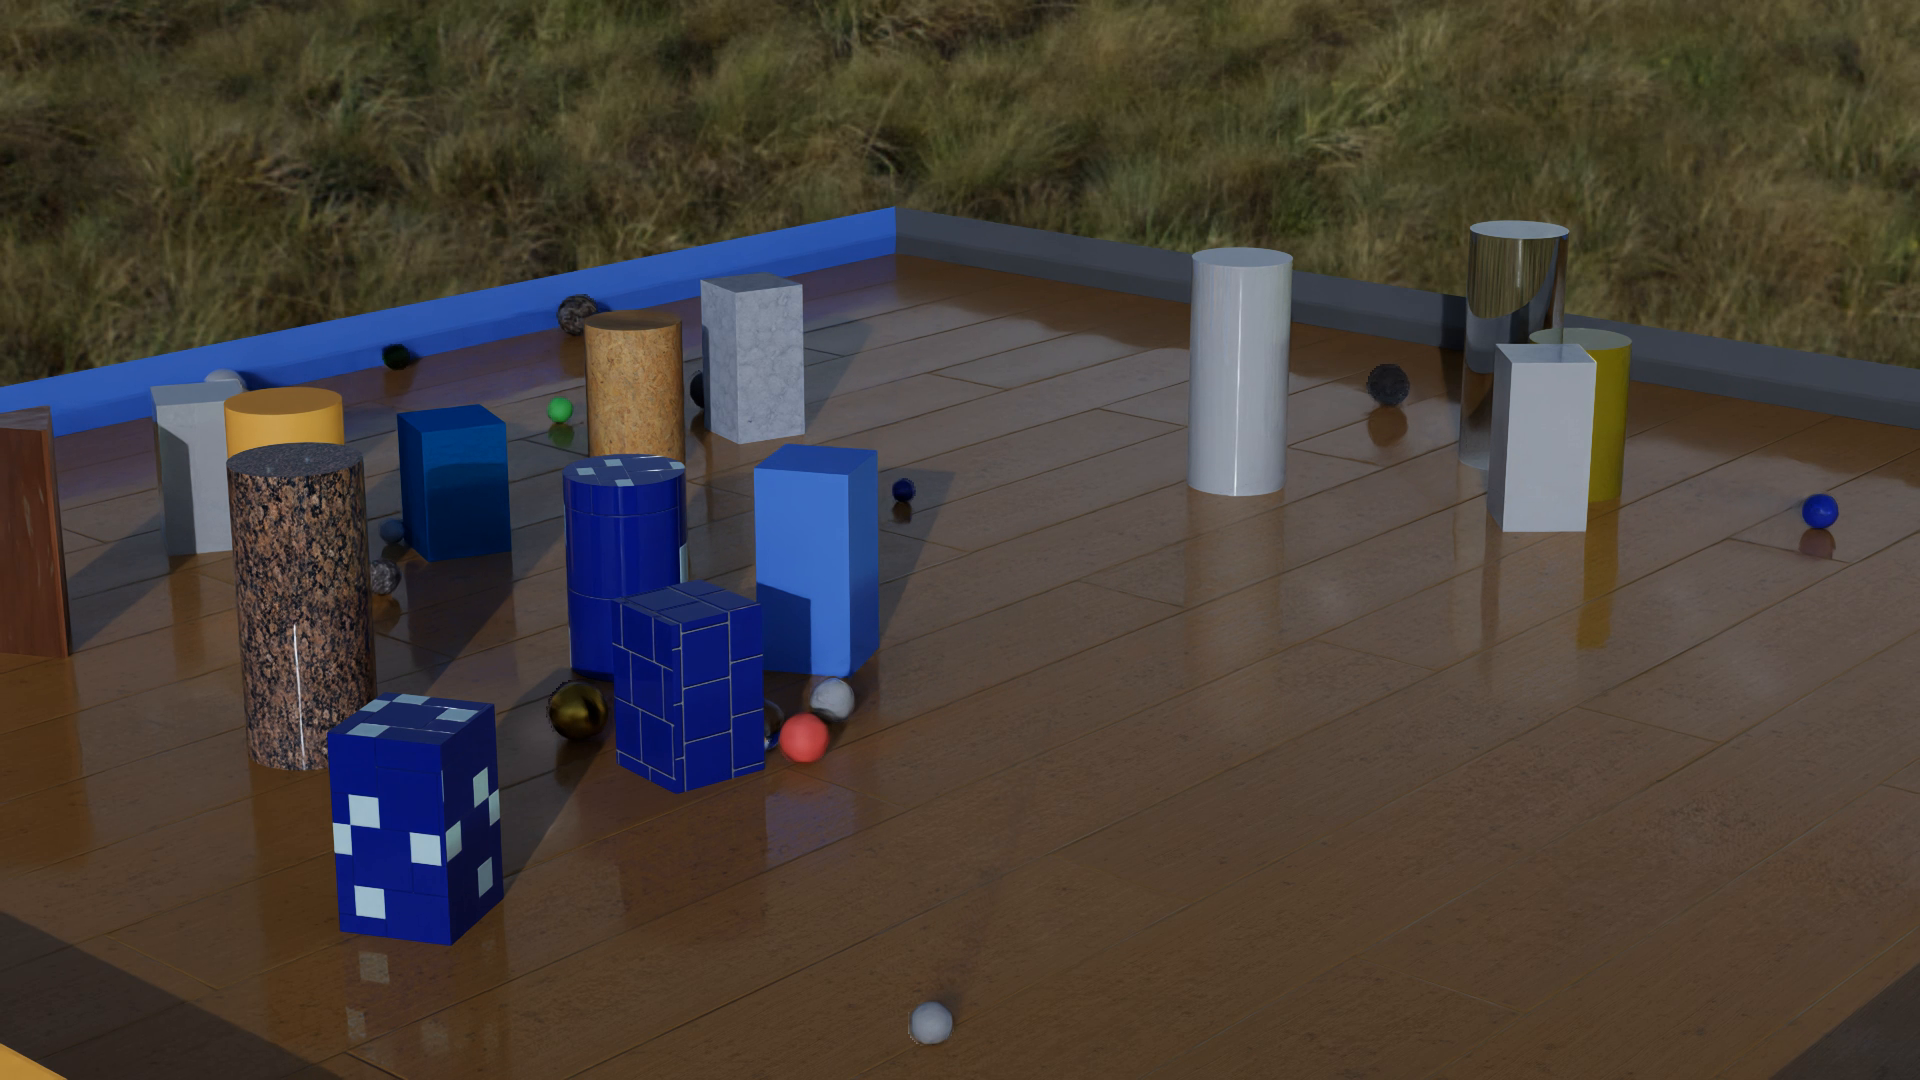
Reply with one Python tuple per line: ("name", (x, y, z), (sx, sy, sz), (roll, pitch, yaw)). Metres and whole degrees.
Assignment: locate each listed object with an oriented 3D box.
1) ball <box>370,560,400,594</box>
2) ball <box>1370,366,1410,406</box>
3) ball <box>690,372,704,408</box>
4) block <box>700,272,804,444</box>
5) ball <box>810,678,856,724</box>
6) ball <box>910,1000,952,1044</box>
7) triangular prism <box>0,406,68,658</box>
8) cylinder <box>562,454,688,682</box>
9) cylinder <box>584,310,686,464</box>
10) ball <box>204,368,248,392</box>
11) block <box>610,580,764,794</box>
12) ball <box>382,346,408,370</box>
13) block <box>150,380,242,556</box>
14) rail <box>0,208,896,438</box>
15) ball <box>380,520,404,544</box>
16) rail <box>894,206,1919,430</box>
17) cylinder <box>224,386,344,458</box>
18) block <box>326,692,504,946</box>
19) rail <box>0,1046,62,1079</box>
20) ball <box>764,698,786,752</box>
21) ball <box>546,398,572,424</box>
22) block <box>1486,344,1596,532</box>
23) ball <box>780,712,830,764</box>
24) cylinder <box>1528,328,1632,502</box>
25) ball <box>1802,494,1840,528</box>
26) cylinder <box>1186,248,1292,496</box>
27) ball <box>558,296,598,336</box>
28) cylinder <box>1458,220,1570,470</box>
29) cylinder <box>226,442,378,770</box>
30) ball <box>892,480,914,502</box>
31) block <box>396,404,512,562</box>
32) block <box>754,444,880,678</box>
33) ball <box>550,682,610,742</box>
("ball", (-1.011, 0.065, 5.128), (0.062, 0.062, 0.062), (0, 17, 0))
("ball", (0.940, -0.337, 6.414), (0.088, 0.088, 0.088), (0, 17, 0))
("ball", (-0.546, -0.327, 6.387), (0.085, 0.085, 0.085), (0, 17, 0))
("block", (-0.436, -0.385, 6.170), (0.157, 0.321, 0.157), (-10, 20, -31))
("ball", (-0.195, 0.247, 4.511), (0.068, 0.068, 0.068), (0, 17, 0))
("ball", (-0.034, 0.571, 3.467), (0.051, 0.051, 0.051), (0, 17, 0))
("triangular prism", (-1.530, -0.018, 4.843), (0.170, 0.386, 0.147), (5, 17, 15))
("cylinder", (-0.538, 0.044, 4.741), (0.196, 0.326, 0.196), (0, 17, 0))
("cylinder", (-0.657, -0.299, 5.924), (0.196, 0.298, 0.196), (0, 17, 0))
("ball", (-1.595, -0.325, 6.361), (0.096, 0.096, 0.096), (0, 17, 0))
("block", (-0.399, 0.213, 4.301), (0.157, 0.256, 0.157), (-13, 21, -37))
("ball", (-1.298, -0.420, 6.744), (0.057, 0.057, 0.057), (0, 17, 0))
("block", (-1.396, -0.134, 5.407), (0.157, 0.282, 0.157), (-6, 18, -18))
("rail", (-1.601, -0.369, 6.451), (0.045, 0.127, 4.392), (14, 22, 39))
("ball", (-1.050, -0.016, 5.425), (0.045, 0.045, 0.045), (0, 17, 0))
("rail", (1.424, -0.442, 6.691), (4.287, 0.127, 0.045), (14, 22, 39))
("cylinder", (-1.148, -0.062, 5.025), (0.196, 0.364, 0.196), (0, 17, 0))
("block", (-0.701, 0.358, 3.789), (0.157, 0.273, 0.157), (5, 17, 16))
("rail", (-1.424, 0.505, 3.549), (4.287, 0.127, 0.045), (14, 22, 39))
("ball", (-0.301, 0.277, 4.392), (0.081, 0.081, 0.081), (0, 17, 0))
("ball", (-0.857, -0.278, 6.276), (0.056, 0.056, 0.056), (0, 17, 0))
("block", (1.095, -0.194, 5.530), (0.157, 0.325, 0.157), (0, 17, -1))
("ball", (-0.231, 0.293, 4.348), (0.075, 0.075, 0.075), (0, 17, 0))
("cylinder", (1.206, -0.246, 5.741), (0.196, 0.303, 0.196), (0, 17, 0))
("ball", (1.618, -0.054, 5.514), (0.067, 0.067, 0.067), (0, 17, 0))
("cylinder", (0.549, -0.332, 5.764), (0.196, 0.455, 0.196), (0, 17, 0))
("ball", (-0.923, -0.542, 7.078), (0.098, 0.098, 0.098), (0, 17, 0))
("cylinder", (1.118, -0.392, 5.927), (0.196, 0.476, 0.196), (0, 17, 0))
("cylinder", (-0.973, 0.097, 4.352), (0.196, 0.448, 0.196), (0, 17, 0))
("ball", (-0.111, -0.096, 5.692), (0.043, 0.043, 0.043), (0, 17, 0))
("block", (-0.928, -0.106, 5.382), (0.157, 0.243, 0.157), (-8, 19, -25))
("block", (-0.231, 0.032, 4.757), (0.157, 0.339, 0.157), (5, 17, 15))
("ball", (-0.576, 0.259, 4.435), (0.090, 0.090, 0.090), (0, 17, 0))
